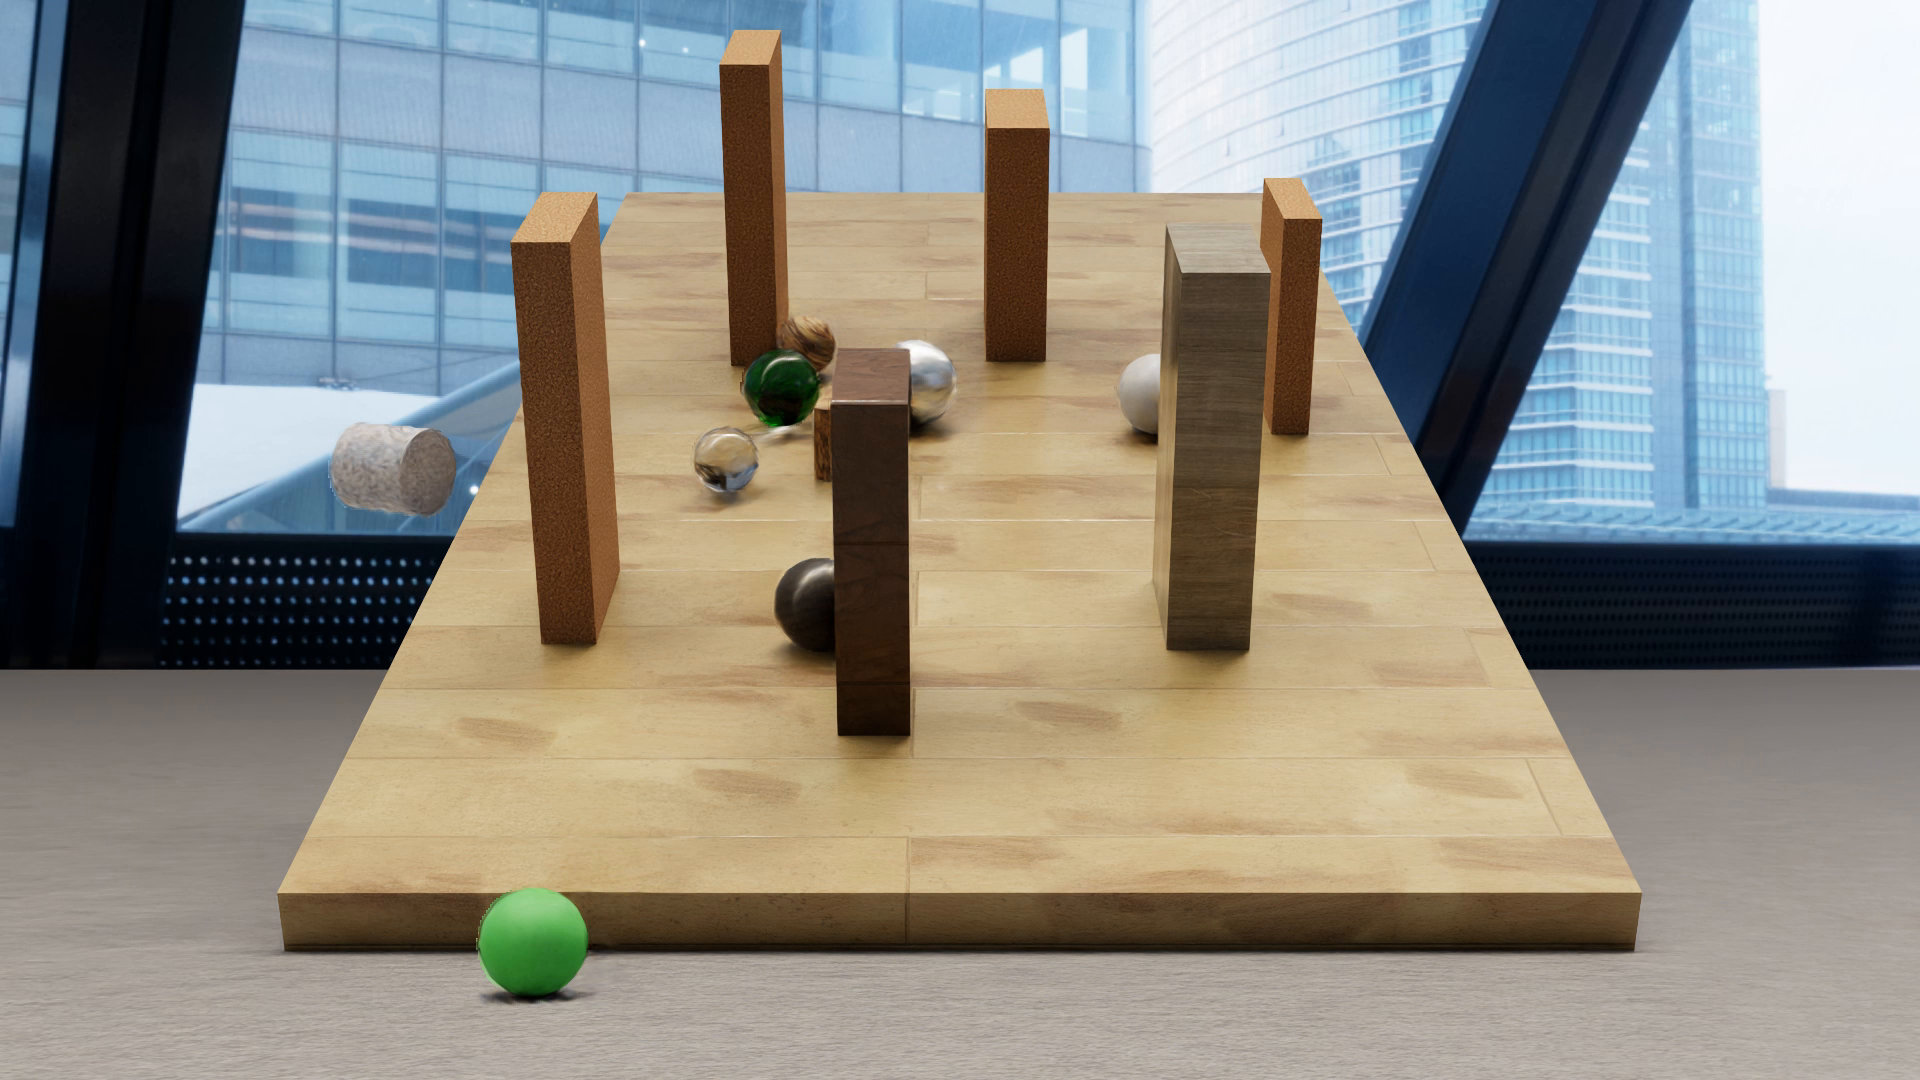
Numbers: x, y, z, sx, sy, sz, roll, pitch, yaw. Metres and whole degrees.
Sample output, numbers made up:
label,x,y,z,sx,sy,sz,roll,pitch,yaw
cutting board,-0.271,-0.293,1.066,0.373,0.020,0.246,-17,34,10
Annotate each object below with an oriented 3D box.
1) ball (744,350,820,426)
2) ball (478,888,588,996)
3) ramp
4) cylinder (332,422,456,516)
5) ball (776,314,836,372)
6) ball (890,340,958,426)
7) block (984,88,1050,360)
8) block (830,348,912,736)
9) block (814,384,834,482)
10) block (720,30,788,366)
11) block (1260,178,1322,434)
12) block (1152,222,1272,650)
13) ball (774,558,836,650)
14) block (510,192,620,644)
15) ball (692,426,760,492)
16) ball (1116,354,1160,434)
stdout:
label,x,y,z,sx,sy,sz,roll,pitch,yaw
ball,-0.397,-0.339,5.165,0.173,0.173,0.173,0,-3,0
ball,-0.546,0.515,2.965,0.138,0.138,0.138,0,-3,0
ramp,-0.007,-0.226,5.249,2.000,0.100,4.000,0,23,0
cylinder,-1.175,-0.149,4.806,0.179,0.179,0.179,6,0,25
ball,-0.366,-0.462,5.489,0.143,0.143,0.143,0,-3,0
ball,-0.102,-0.352,5.172,0.190,0.190,0.190,0,-3,0
block,0.135,-0.781,5.693,0.145,0.570,0.426,0,23,0
block,-0.143,0.002,3.850,0.121,0.583,0.275,0,23,0
block,-0.212,-0.225,4.914,0.161,0.161,0.161,4,24,9
block,-0.495,-0.833,5.616,0.114,0.725,0.411,0,23,0
block,0.733,-0.530,5.209,0.083,0.493,0.350,0,23,0
block,0.443,-0.186,4.144,0.149,0.700,0.310,0,23,0
ball,-0.250,0.113,4.123,0.164,0.164,0.164,0,-3,0
block,-0.702,-0.219,4.159,0.099,0.744,0.326,0,23,0
ball,-0.486,-0.167,4.809,0.137,0.137,0.137,0,-3,0
ball,0.437,-0.324,5.127,0.178,0.178,0.178,0,-3,0
